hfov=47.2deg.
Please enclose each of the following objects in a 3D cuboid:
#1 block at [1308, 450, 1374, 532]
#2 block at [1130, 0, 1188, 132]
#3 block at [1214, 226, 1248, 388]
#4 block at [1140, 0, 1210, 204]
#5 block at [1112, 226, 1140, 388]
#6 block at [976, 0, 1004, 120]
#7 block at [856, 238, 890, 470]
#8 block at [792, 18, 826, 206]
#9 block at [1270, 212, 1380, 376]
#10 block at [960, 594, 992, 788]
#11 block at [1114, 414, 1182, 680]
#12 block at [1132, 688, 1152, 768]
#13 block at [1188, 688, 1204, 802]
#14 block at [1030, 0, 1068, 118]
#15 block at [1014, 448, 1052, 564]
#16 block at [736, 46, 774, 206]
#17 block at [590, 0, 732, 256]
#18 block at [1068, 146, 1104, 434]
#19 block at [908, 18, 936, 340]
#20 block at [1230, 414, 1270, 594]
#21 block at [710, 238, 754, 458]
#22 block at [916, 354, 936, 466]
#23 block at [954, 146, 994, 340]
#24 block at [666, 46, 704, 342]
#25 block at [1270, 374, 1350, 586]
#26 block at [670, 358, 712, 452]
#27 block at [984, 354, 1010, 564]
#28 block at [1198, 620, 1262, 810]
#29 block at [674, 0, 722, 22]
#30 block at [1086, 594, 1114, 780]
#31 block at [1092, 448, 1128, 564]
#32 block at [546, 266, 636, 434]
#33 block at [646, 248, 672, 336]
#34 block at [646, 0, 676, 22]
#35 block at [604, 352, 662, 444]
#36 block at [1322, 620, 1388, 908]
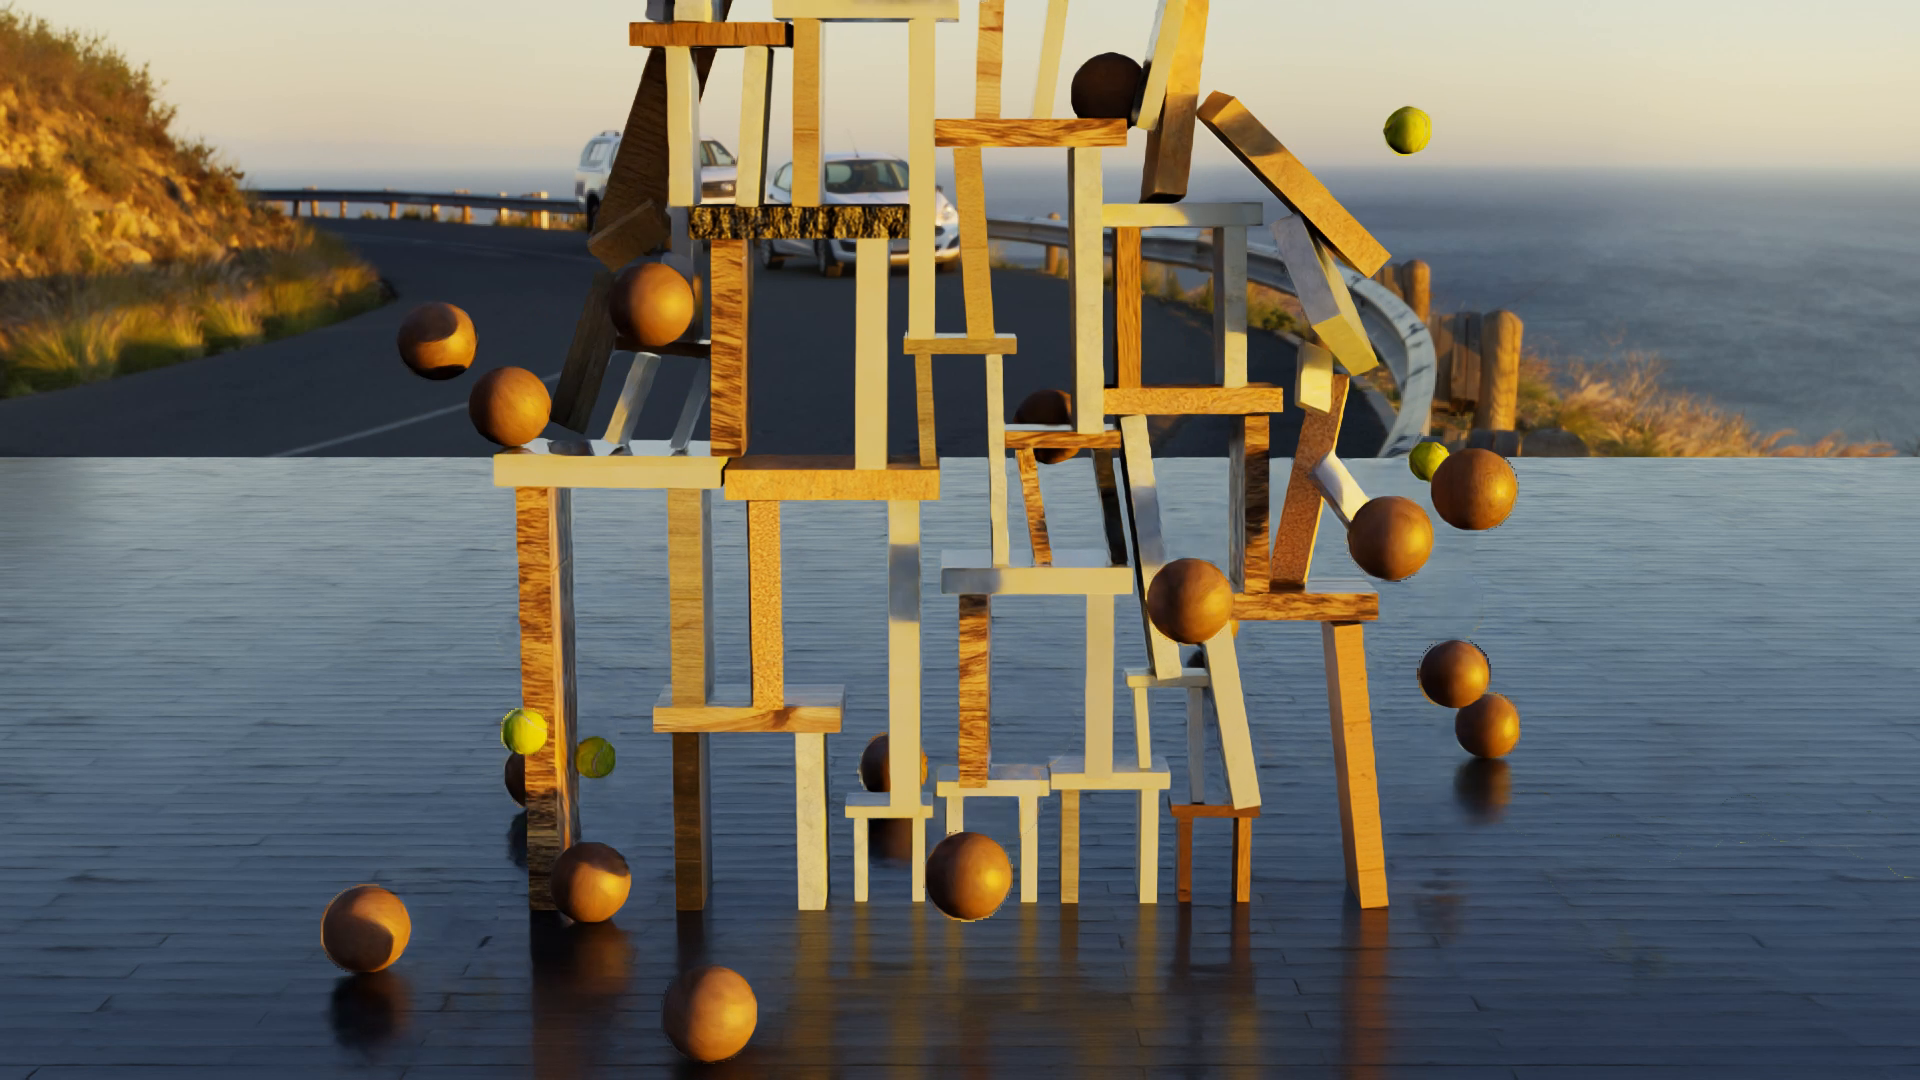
[{"bbox_3d":[0.615,-0.078,3.547,0.061,0.122,0.017,-47,16,-34],"label":"block"},{"bbox_3d":[0.306,-0.742,3.379,0.030,0.210,0.105,11,19,-5],"label":"block"},{"bbox_3d":[0.433,-0.375,3.528,0.036,0.253,0.126,-1,7,-1],"label":"block"},{"bbox_3d":[0.344,-0.717,3.514,0.049,0.349,0.175,6,1,-4],"label":"block"},{"bbox_3d":[0.267,-0.373,3.527,0.036,0.253,0.126,-1,7,0],"label":"block"},{"bbox_3d":[0.051,-0.885,3.396,0.038,0.461,0.134,2,11,0],"label":"block"},{"bbox_3d":[-0.138,-0.303,3.503,0.048,0.360,0.169,1,11,0],"label":"block"},{"bbox_3d":[-0.236,-0.667,3.440,0.040,0.283,0.142,1,11,0],"label":"block"},{"bbox_3d":[0.603,-0.395,3.606,0.049,0.175,0.499,-23,-11,14],"label":"block"},{"bbox_3d":[0.026,0.230,3.594,0.043,0.318,0.152,1,11,4],"label":"block"},{"bbox_3d":[0.305,0.004,3.580,0.040,0.427,0.142,-9,7,0],"label":"block"},{"bbox_3d":[0.299,0.302,3.625,0.019,0.134,0.067,-4,9,0],"label":"block"},{"bbox_3d":[0.389,0.331,3.632,0.019,0.192,0.067,-2,8,1],"label":"block"},{"bbox_3d":[0.141,-0.763,3.420,0.030,0.210,0.105,8,10,-1],"label":"block"},{"bbox_3d":[0.118,-0.063,3.553,0.026,0.185,0.093,-10,11,0],"label":"block"},{"bbox_3d":[-0.321,-0.647,3.443,0.034,0.242,0.121,5,11,-1],"label":"block"},{"bbox_3d":[-0.469,-0.732,3.565,0.098,0.534,0.028,18,1,-18],"label":"block"},{"bbox_3d":[0.199,-0.399,3.488,0.042,0.443,0.147,-1,11,-1],"label":"block"},{"bbox_3d":[-0.059,-0.567,3.459,0.040,0.489,0.142,0,11,0],"label":"block"},{"bbox_3d":[0.469,-0.066,3.564,0.040,0.284,0.142,-2,8,-2],"label":"block"},{"bbox_3d":[-0.362,-0.312,3.500,0.048,0.338,0.169,1,11,0],"label":"block"},{"bbox_3d":[-0.054,-0.213,3.521,0.025,0.177,0.089,-3,11,0],"label":"block"},{"bbox_3d":[0.022,-0.471,3.474,0.042,0.294,0.147,-4,11,1],"label":"block"},{"bbox_3d":[-0.435,-0.547,3.482,0.034,0.456,0.121,0,11,0],"label":"block"},{"bbox_3d":[0.590,-0.107,3.707,0.061,0.017,0.446,3,53,21],"label":"block"},{"bbox_3d":[-0.424,-0.220,3.516,0.021,0.151,0.076,21,9,-3],"label":"block"},{"bbox_3d":[0.059,-0.135,3.535,0.025,0.336,0.089,-2,11,0],"label":"block"},{"bbox_3d":[0.441,0.272,3.621,0.044,0.310,0.155,-10,8,3],"label":"block"},{"bbox_3d":[-0.398,-0.990,3.375,0.048,0.383,0.168,3,11,2],"label":"block"},{"bbox_3d":[0.229,0.223,3.598,0.043,0.304,0.152,1,11,4],"label":"block"},{"bbox_3d":[0.241,-0.063,3.553,0.026,0.185,0.093,-10,11,1],"label":"block"},{"bbox_3d":[-0.611,-0.310,3.640,0.067,0.306,0.019,24,34,-3],"label":"block"},{"bbox_3d":[-0.477,-0.398,3.527,0.019,0.133,0.067,13,11,-3],"label":"block"},{"bbox_3d":[-0.451,-0.903,3.410,0.028,0.196,0.098,9,10,4],"label":"block"},{"bbox_3d":[-0.526,-0.228,3.533,0.021,0.151,0.076,23,6,6],"label":"block"},{"bbox_3d":[0.650,0.355,3.632,0.044,0.474,0.155,-7,10,2],"label":"block"}]
